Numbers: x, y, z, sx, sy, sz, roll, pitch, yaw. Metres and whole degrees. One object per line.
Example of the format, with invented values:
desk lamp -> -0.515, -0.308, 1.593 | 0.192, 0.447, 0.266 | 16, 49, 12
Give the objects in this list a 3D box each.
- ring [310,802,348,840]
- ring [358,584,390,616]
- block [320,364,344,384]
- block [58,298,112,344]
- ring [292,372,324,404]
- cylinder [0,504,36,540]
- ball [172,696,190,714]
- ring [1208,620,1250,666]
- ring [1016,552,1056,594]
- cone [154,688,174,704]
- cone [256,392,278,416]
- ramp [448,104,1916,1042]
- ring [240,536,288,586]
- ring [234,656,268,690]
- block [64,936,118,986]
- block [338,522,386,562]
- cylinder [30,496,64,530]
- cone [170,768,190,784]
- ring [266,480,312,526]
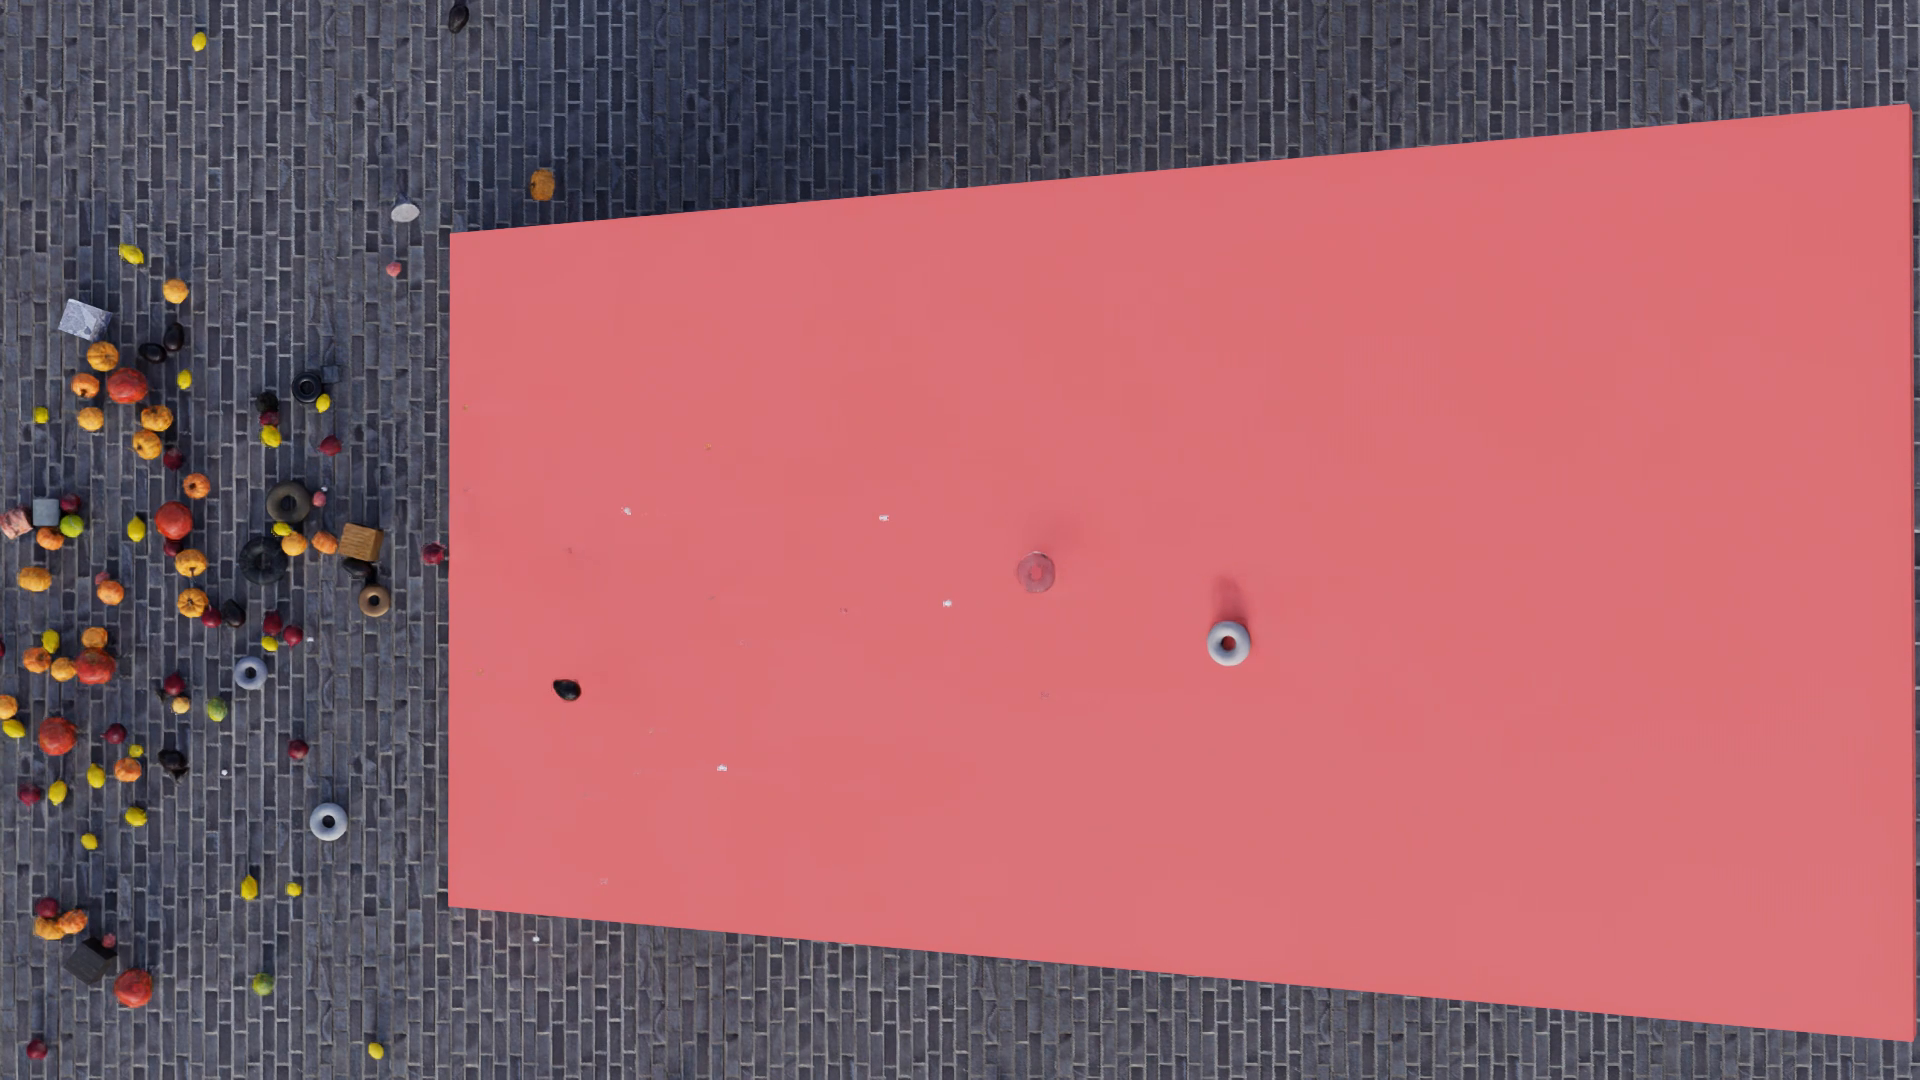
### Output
ring -> -1.894, 0.845, 6.599 | 0.115, 0.038, 0.115 | 0, 88, 1
ring -> -1.760, 0.181, 6.609 | 0.098, 0.033, 0.098 | 0, 90, 1
block -> -1.887, -0.497, 6.606 | 0.052, 0.052, 0.052 | -5, 89, 0
block -> -2.618, -0.656, 6.585 | 0.098, 0.098, 0.098 | 20, 89, 0
ring -> -1.963, -0.458, 6.616 | 0.098, 0.033, 0.098 | 0, 91, 0
cylinder -> -2.822, -0.054, 6.589 | 0.077, 0.077, 0.077 | -26, 89, 6
ball -> -2.336, 0.494, 6.596 | 0.051, 0.051, 0.051 | 0, 89, 0
ring -> 0.658, 0.253, 5.380 | 0.112, 0.037, 0.112 | 0, 91, 27
ring -> 0.194, 0.085, 5.624 | 0.108, 0.036, 0.108 | 0, 91, 27
cone -> -2.385, 0.460, 6.611 | 0.053, 0.053, 0.053 | -33, 89, -27
cone -> -2.090, -0.412, 6.596 | 0.071, 0.071, 0.071 | 0, 89, 0
ramp -> 0.277, 0.078, 5.657 | 4.000, 0.100, 2.000 | 0, 89, 28
ring -> -2.091, 0.063, 6.602 | 0.147, 0.049, 0.147 | 0, 90, 1
ring -> -2.130, 0.399, 6.606 | 0.103, 0.034, 0.103 | 0, 88, 1
block -> -2.595, 1.257, 6.567 | 0.093, 0.093, 0.093 | 36, 90, 0
block -> -1.791, 0.006, 6.579 | 0.096, 0.096, 0.096 | 15, 89, 0
cylinder -> -2.736, -0.082, 6.589 | 0.078, 0.078, 0.078 | -9, 104, 0
cone -> -2.337, 0.700, 6.608 | 0.053, 0.053, 0.053 | -38, 89, -27
ring -> -2.016, -0.112, 6.606 | 0.135, 0.045, 0.135 | 0, 90, -1
